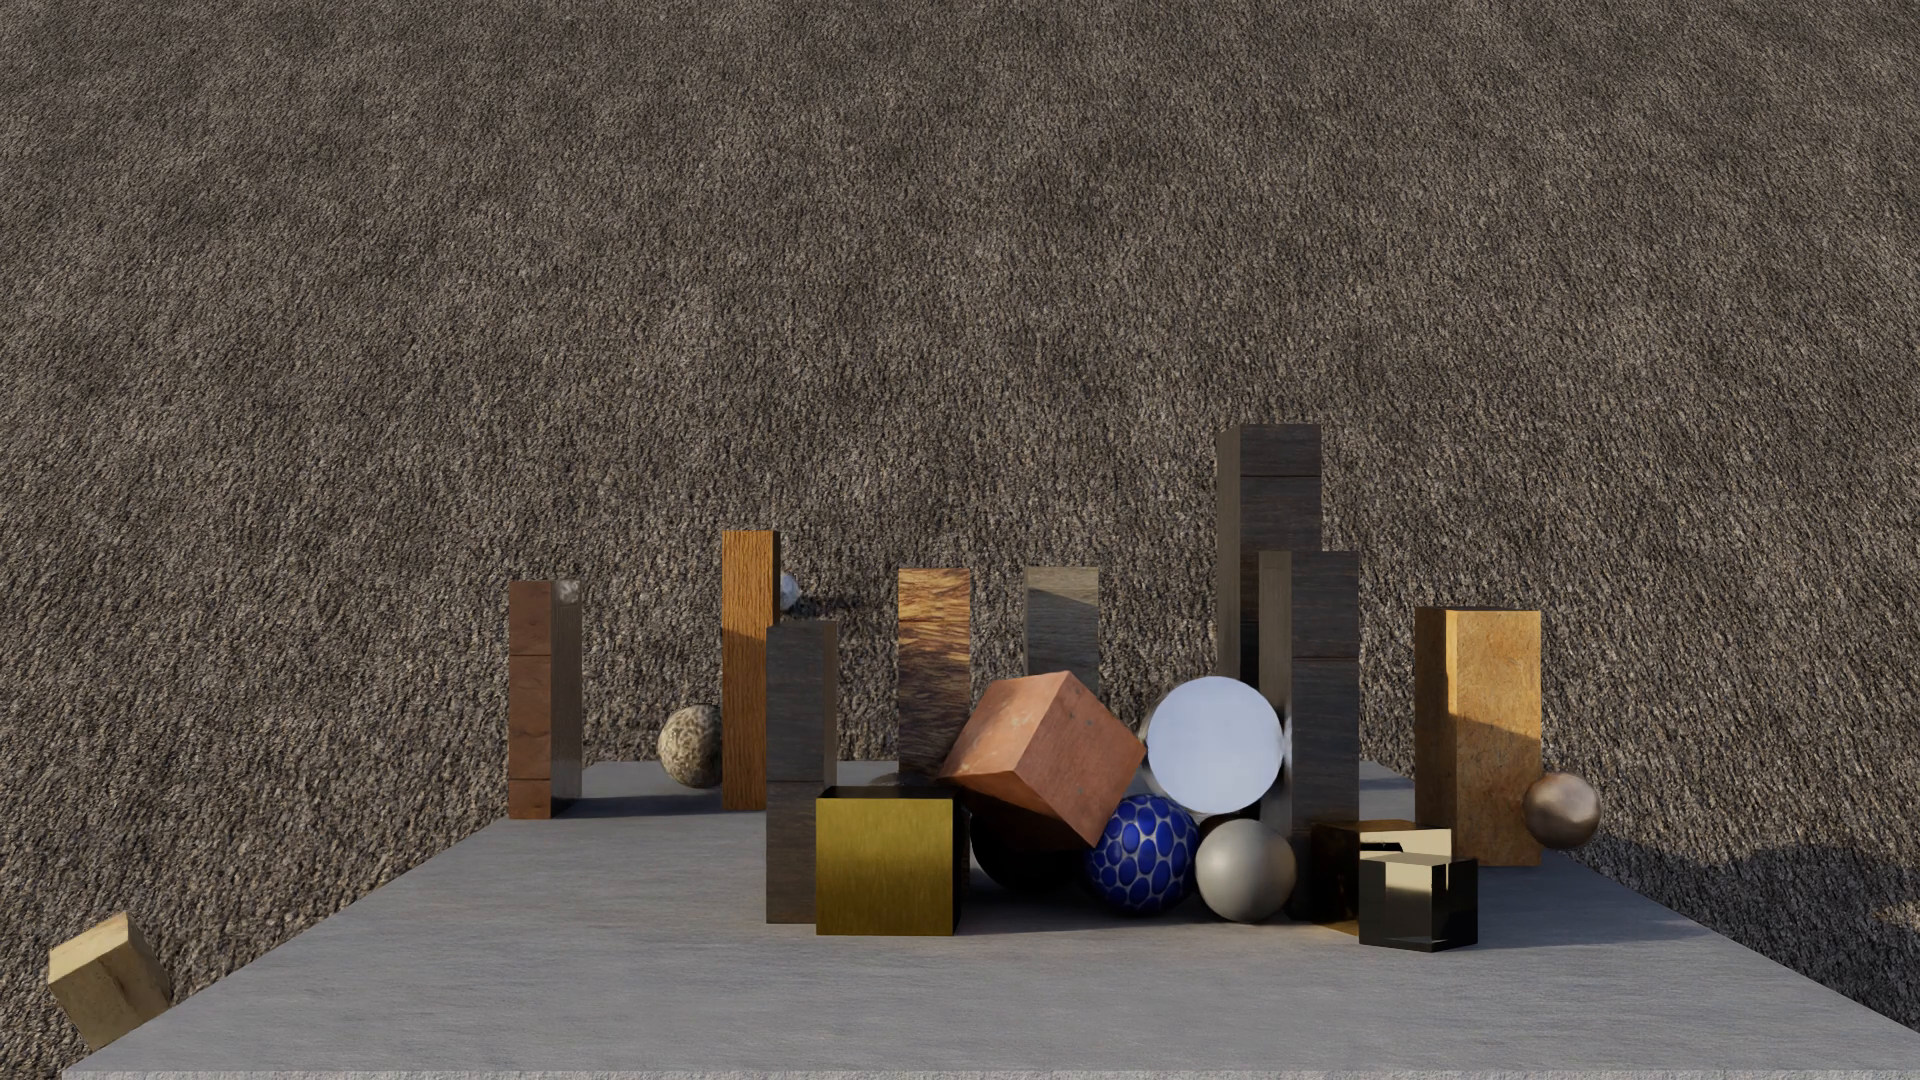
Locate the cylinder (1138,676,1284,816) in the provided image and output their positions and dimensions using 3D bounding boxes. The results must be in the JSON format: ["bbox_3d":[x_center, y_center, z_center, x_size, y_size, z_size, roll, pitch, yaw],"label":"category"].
[{"bbox_3d":[0.381,0.318,3.970,0.206,0.206,0.206,0,-6,0],"label":"cylinder"}]

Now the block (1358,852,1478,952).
[{"bbox_3d":[0.629,0.496,3.554,0.116,0.116,0.116,0,0,43],"label":"block"}]

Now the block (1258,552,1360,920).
[{"bbox_3d":[0.533,0.287,3.984,0.099,0.539,0.408,0,0,0],"label":"block"}]

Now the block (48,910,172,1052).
[{"bbox_3d":[-1.900,0.983,5.788,0.189,0.189,0.189,-29,21,-10],"label":"block"}]

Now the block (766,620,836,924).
[{"bbox_3d":[-0.239,0.342,3.953,0.083,0.429,0.410,0,0,0],"label":"block"}]

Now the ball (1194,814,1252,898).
[{"bbox_3d":[0.408,0.485,3.927,0.142,0.142,0.142,0,31,0],"label":"ball"}]

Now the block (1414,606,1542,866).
[{"bbox_3d":[0.924,0.341,4.645,0.144,0.437,0.409,0,0,0],"label":"block"}]

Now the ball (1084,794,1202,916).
[{"bbox_3d":[0.274,0.466,3.839,0.179,0.179,0.179,0,31,0],"label":"ball"}]

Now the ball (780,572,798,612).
[{"bbox_3d":[-0.521,0.148,7.445,0.115,0.115,0.115,0,31,0],"label":"ball"}]

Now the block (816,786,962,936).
[{"bbox_3d":[-0.100,0.459,3.724,0.192,0.192,0.192,0,0,3],"label":"block"}]

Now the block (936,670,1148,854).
[{"bbox_3d":[0.121,0.332,3.849,0.185,0.185,0.185,-12,40,51],"label":"block"}]

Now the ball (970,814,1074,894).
[{"bbox_3d":[0.116,0.457,4.079,0.201,0.201,0.201,0,31,0],"label":"ball"}]

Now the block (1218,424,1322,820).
[{"bbox_3d":[0.553,0.180,4.656,0.140,0.759,0.394,0,0,0],"label":"block"}]

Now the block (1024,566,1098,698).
[{"bbox_3d":[0.172,0.302,4.453,0.117,0.513,0.295,0,0,0],"label":"block"}]

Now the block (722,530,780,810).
[{"bbox_3d":[-0.444,0.273,5.534,0.105,0.584,0.240,0,0,0],"label":"block"}]

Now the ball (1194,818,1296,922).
[{"bbox_3d":[0.414,0.479,3.755,0.149,0.149,0.149,0,31,0],"label":"ball"}]

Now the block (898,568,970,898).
[{"bbox_3d":[-0.040,0.302,4.195,0.110,0.512,0.351,0,0,0],"label":"block"}]

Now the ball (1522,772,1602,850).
[{"bbox_3d":[1.017,0.457,4.377,0.131,0.131,0.131,0,31,0],"label":"ball"}]

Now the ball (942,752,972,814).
[{"bbox_3d":[0.027,0.361,3.963,0.115,0.115,0.115,0,31,0],"label":"ball"}]

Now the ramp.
[{"bbox_3d":[0.069,0.610,4.681,2.000,0.100,4.000,0,0,0],"label":"ramp"}]

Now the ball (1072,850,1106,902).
[{"bbox_3d":[0.231,0.498,3.978,0.117,0.117,0.117,0,31,0],"label":"ball"}]

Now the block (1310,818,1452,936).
[{"bbox_3d":[0.602,0.482,3.708,0.146,0.146,0.146,0,0,-20],"label":"block"}]

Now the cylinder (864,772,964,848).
[{"bbox_3d":[-0.095,0.458,3.920,0.196,0.196,0.196,1,0,2],"label":"cylinder"}]

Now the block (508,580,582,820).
[{"bbox_3d":[-0.868,0.325,5.438,0.084,0.479,0.433,0,0,0],"label":"block"}]

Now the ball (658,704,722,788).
[{"bbox_3d":[-0.593,0.471,5.910,0.191,0.191,0.191,0,31,0],"label":"ball"}]
